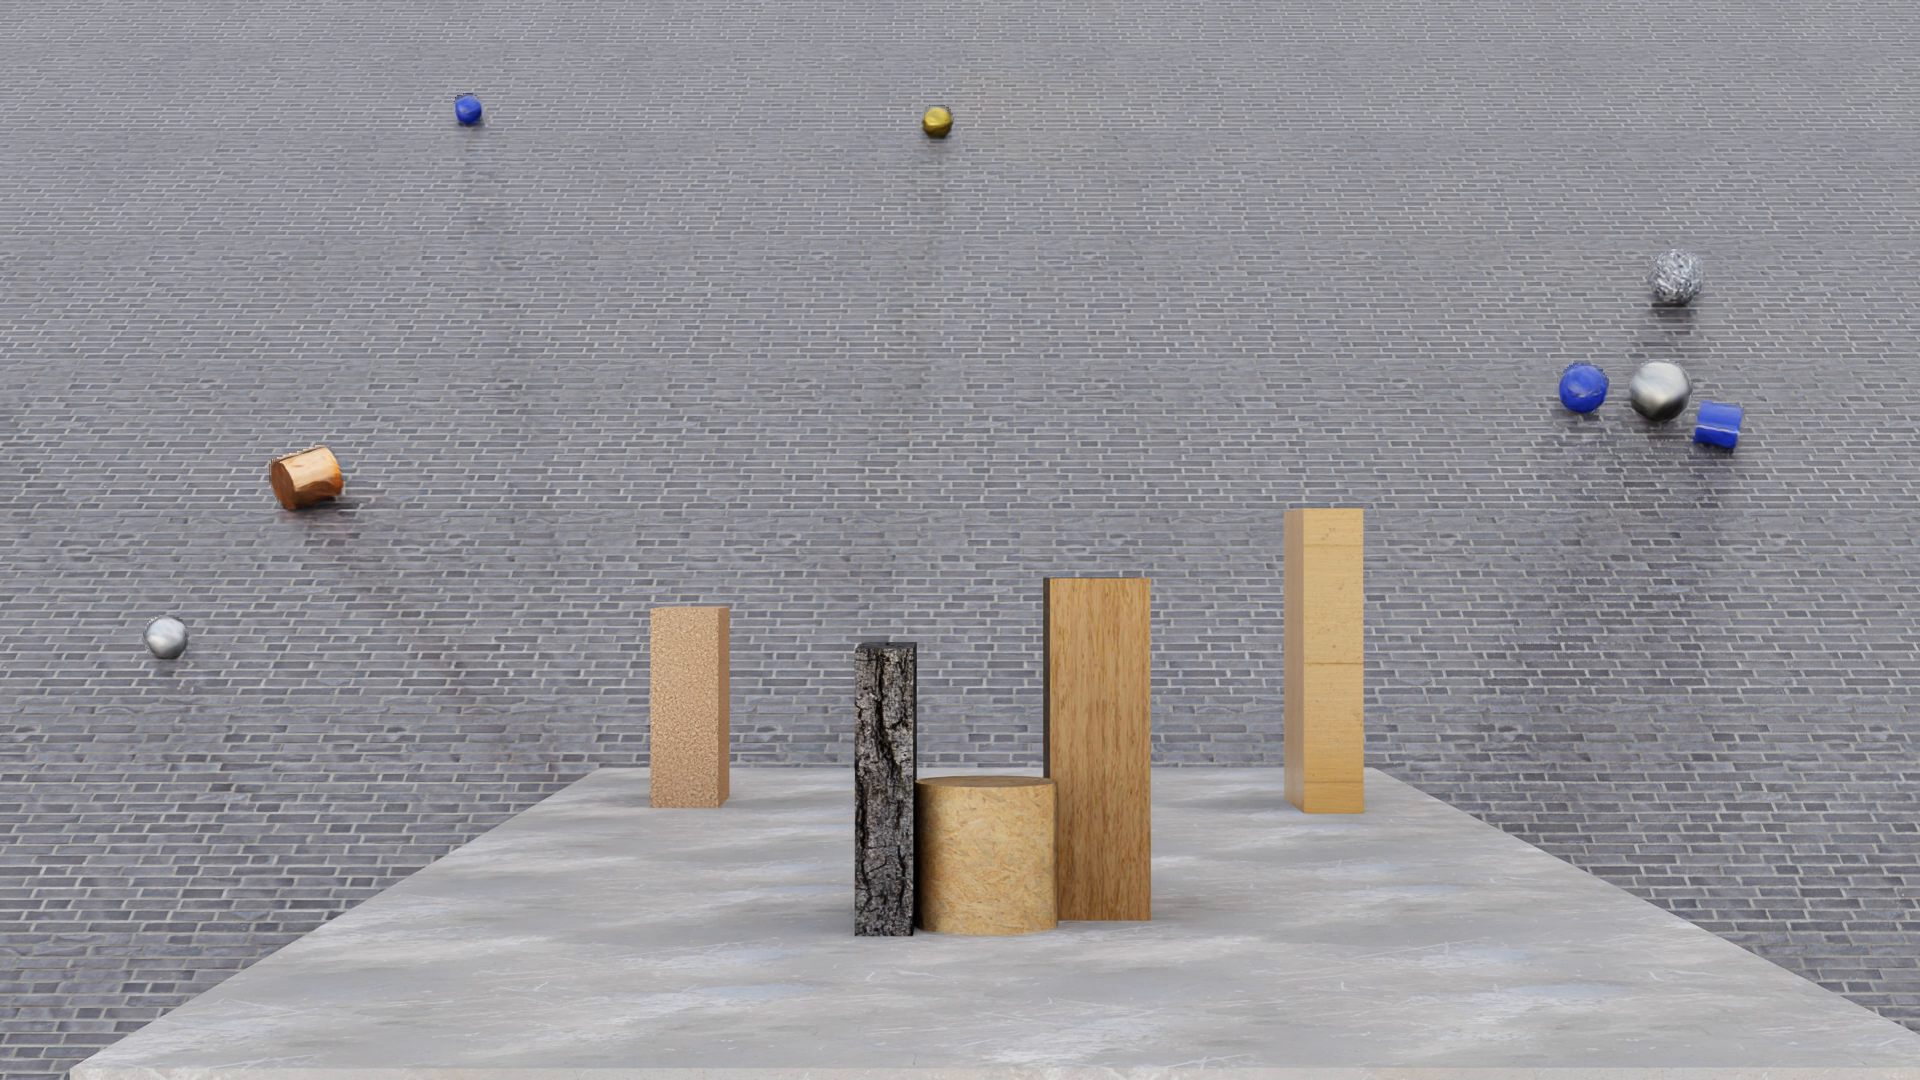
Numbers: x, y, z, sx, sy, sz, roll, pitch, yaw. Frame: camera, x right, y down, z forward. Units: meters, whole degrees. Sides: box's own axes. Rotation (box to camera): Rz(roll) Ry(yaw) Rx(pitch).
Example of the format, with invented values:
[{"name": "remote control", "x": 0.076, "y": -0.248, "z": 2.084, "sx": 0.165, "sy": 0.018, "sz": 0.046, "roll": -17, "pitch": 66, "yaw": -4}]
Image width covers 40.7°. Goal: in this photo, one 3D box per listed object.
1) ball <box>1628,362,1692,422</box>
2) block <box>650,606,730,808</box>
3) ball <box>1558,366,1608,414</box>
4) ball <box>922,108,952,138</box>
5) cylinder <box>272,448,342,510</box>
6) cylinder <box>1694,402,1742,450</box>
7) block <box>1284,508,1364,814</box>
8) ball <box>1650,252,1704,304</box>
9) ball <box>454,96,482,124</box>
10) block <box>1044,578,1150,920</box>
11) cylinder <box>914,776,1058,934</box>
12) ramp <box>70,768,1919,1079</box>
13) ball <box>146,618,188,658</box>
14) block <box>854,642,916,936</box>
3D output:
[{"name": "ball", "x": 2.276, "y": -0.483, "z": 8.426, "sx": 0.197, "sy": 0.197, "sz": 0.197, "roll": 0, "pitch": 32, "yaw": 0}, {"name": "block", "x": -0.596, "y": 0.365, "z": 5.738, "sx": 0.146, "sy": 0.430, "sz": 0.278, "roll": 0, "pitch": -1, "yaw": 0}, {"name": "ball", "x": 2.039, "y": -0.494, "z": 8.482, "sx": 0.157, "sy": 0.157, "sz": 0.157, "roll": 0, "pitch": 32, "yaw": 0}, {"name": "ball", "x": -0.092, "y": -1.685, "z": 10.455, "sx": 0.124, "sy": 0.124, "sz": 0.124, "roll": 0, "pitch": 32, "yaw": 0}, {"name": "cylinder", "x": -2.011, "y": -0.189, "z": 7.975, "sx": 0.157, "sy": 0.157, "sz": 0.157, "roll": -22, "pitch": 38, "yaw": -36}, {"name": "cylinder", "x": 2.429, "y": -0.366, "z": 8.297, "sx": 0.129, "sy": 0.129, "sz": 0.129, "roll": 11, "pitch": 33, "yaw": 17}, {"name": "block", "x": 0.788, "y": 0.257, "z": 5.632, "sx": 0.126, "sy": 0.644, "sz": 0.330, "roll": 0, "pitch": -1, "yaw": 0}, {"name": "ball", "x": 2.534, "y": -0.925, "z": 9.158, "sx": 0.185, "sy": 0.185, "sz": 0.185, "roll": 0, "pitch": 32, "yaw": 0}, {"name": "ball", "x": -2.008, "y": -1.757, "z": 10.584, "sx": 0.113, "sy": 0.113, "sz": 0.113, "roll": 0, "pitch": 32, "yaw": 0}, {"name": "block", "x": 0.207, "y": 0.311, "z": 3.981, "sx": 0.148, "sy": 0.505, "sz": 0.313, "roll": 0, "pitch": -1, "yaw": 0}, {"name": "cylinder", "x": 0.038, "y": 0.457, "z": 3.780, "sx": 0.209, "sy": 0.209, "sz": 0.209, "roll": 0, "pitch": -1, "yaw": 0}, {"name": "ramp", "x": 0.070, "y": 0.620, "z": 4.702, "sx": 2.000, "sy": 0.100, "sz": 4.000, "roll": 0, "pitch": -1, "yaw": 0}, {"name": "ball", "x": -2.224, "y": 0.275, "z": 7.268, "sx": 0.115, "sy": 0.115, "sz": 0.115, "roll": 0, "pitch": 32, "yaw": 0}, {"name": "block", "x": -0.108, "y": 0.359, "z": 3.833, "sx": 0.083, "sy": 0.406, "sz": 0.338, "roll": 0, "pitch": -1, "yaw": 0}]
